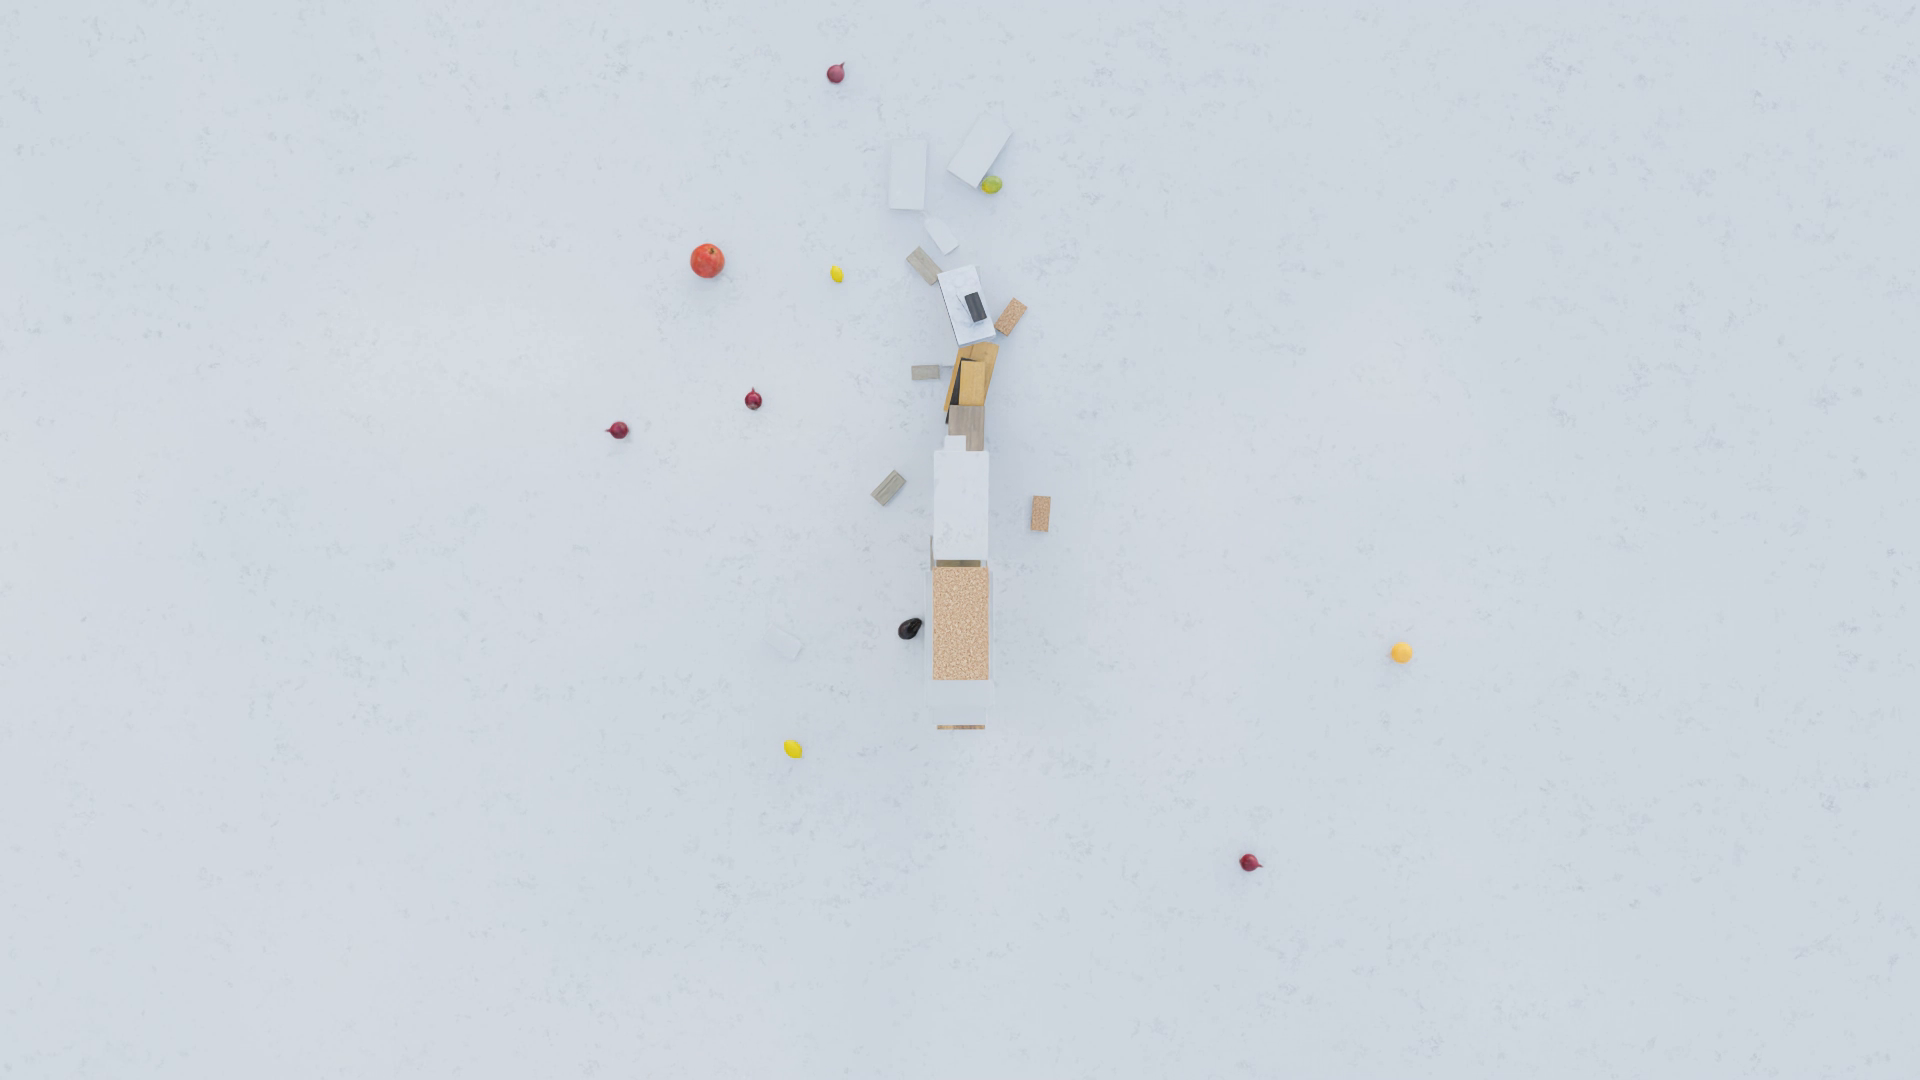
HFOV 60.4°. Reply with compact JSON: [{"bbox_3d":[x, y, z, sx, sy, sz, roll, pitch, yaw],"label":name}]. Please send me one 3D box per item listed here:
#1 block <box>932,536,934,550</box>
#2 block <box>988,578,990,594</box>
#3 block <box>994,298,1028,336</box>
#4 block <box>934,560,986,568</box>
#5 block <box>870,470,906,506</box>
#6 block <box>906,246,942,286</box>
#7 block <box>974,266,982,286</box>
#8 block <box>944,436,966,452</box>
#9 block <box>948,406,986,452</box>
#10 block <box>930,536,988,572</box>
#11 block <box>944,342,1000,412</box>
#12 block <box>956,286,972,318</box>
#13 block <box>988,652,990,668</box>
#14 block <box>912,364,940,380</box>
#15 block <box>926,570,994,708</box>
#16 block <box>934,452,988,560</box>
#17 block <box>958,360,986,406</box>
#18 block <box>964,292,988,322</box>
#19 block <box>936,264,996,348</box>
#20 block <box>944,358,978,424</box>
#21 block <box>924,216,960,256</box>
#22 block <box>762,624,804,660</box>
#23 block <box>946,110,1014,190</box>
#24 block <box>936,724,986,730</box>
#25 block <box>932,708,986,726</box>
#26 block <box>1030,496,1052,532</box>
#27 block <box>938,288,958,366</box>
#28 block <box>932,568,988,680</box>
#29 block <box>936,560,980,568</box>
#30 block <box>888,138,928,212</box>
[{"bbox_3d":[-0.003,0.012,4.064,0.128,0.257,0.036,5,90,0],"label":"block"},{"bbox_3d":[0.003,0.105,3.925,0.129,0.257,0.036,0,90,0],"label":"block"},{"bbox_3d":[0.168,-0.743,5.492,0.058,0.016,0.117,35,90,0],"label":"block"},{"bbox_3d":[0.001,0.064,4.469,0.138,0.039,0.276,0,90,0],"label":"block"},{"bbox_3d":[-0.238,-0.173,5.492,0.058,0.016,0.116,43,90,0],"label":"block"},{"bbox_3d":[-0.116,-0.912,5.491,0.062,0.017,0.123,-43,90,0],"label":"block"},{"bbox_3d":[0.040,-0.848,5.491,0.062,0.017,0.123,-5,90,0],"label":"block"},{"bbox_3d":[-0.014,-0.247,4.891,0.062,0.018,0.124,0,90,0],"label":"block"},{"bbox_3d":[0.020,-0.331,5.336,0.116,0.033,0.246,2,53,1],"label":"block"},{"bbox_3d":[-0.003,0.152,4.789,0.165,0.047,0.329,0,90,0],"label":"block"},{"bbox_3d":[0.037,-0.537,5.455,0.127,0.036,0.254,14,101,-3],"label":"block"},{"bbox_3d":[0.030,-0.777,5.387,0.046,0.013,0.093,-31,80,-5],"label":"block"},{"bbox_3d":[0.003,0.277,3.925,0.129,0.257,0.036,0,90,0],"label":"block"},{"bbox_3d":[-0.115,-0.559,5.493,0.093,0.013,0.046,-3,90,0],"label":"block"},{"bbox_3d":[-0.001,0.244,4.077,0.167,0.047,0.334,0,90,0],"label":"block"},{"bbox_3d":[0.002,-0.081,3.917,0.128,0.036,0.256,0,90,0],"label":"block"},{"bbox_3d":[0.039,-0.507,5.408,0.079,0.022,0.158,3,101,-1],"label":"block"},{"bbox_3d":[0.051,-0.758,5.370,0.046,0.013,0.093,-19,79,-3],"label":"block"},{"bbox_3d":[0.021,-0.767,5.411,0.127,0.036,0.254,-16,79,-3],"label":"block"},{"bbox_3d":[0.015,-0.484,5.435,0.079,0.022,0.224,13,101,-3],"label":"block"},{"bbox_3d":[-0.062,-1.015,5.491,0.062,0.017,0.123,-36,90,0],"label":"block"},{"bbox_3d":[-0.590,0.338,5.491,0.125,0.018,0.063,33,90,0],"label":"block"},{"bbox_3d":[0.068,-1.295,5.484,0.116,0.033,0.232,33,90,0],"label":"block"},{"bbox_3d":[0.003,0.442,5.177,0.151,0.043,0.302,0,90,0],"label":"block"},{"bbox_3d":[-0.003,0.352,4.455,0.145,0.041,0.290,0,90,0],"label":"block"},{"bbox_3d":[0.269,-0.088,5.492,0.058,0.016,0.116,5,90,0],"label":"block"},{"bbox_3d":[-0.002,-0.707,5.471,0.127,0.036,0.254,-3,95,0],"label":"block"},{"bbox_3d":[0.002,0.191,3.778,0.129,0.036,0.257,0,90,0],"label":"block"},{"bbox_3d":[-0.003,-0.040,4.208,0.113,0.032,0.226,0,90,0],"label":"block"},{"bbox_3d":[-0.173,-1.213,5.484,0.116,0.033,0.232,2,90,0],"label":"block"}]
